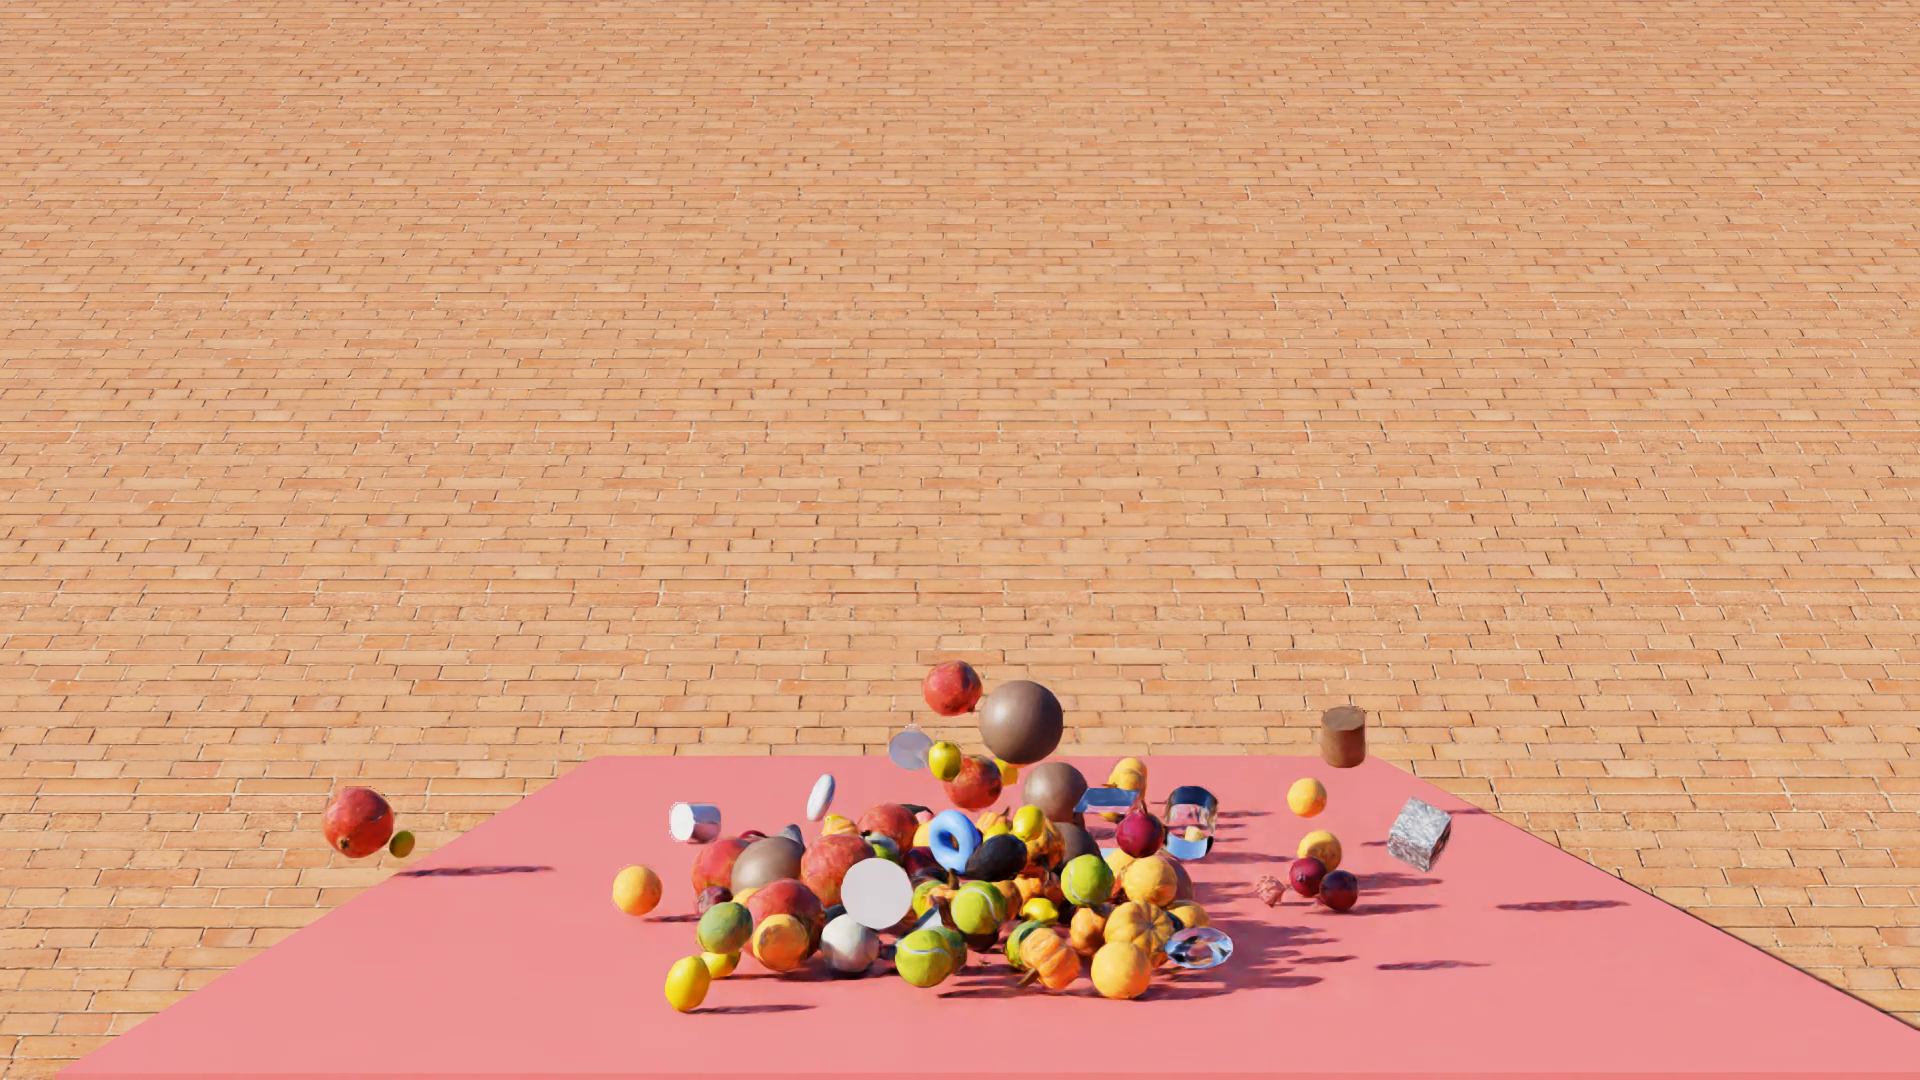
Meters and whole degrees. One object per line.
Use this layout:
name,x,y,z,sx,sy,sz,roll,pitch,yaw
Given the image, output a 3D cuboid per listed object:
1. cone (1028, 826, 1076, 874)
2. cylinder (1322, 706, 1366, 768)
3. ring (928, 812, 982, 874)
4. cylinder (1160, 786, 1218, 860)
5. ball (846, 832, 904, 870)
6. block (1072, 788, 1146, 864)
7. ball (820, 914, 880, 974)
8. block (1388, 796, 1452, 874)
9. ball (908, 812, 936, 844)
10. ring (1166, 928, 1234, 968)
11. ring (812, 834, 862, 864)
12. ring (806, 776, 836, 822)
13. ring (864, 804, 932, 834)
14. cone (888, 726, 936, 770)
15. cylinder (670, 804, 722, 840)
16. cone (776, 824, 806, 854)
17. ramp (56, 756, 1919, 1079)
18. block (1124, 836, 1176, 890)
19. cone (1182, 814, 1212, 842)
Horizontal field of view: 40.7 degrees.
cone,0.136,0.501,4.299,0.081,0.081,0.081,-20,25,-30
cylinder,0.762,0.392,5.140,0.088,0.088,0.088,-4,29,2
ring,-0.007,0.440,3.765,0.032,0.097,0.097,-24,38,-38
cylinder,0.332,0.408,3.740,0.076,0.076,0.076,6,34,9
ball,-0.134,0.506,4.080,0.090,0.090,0.090,0,30,0
block,0.256,0.490,4.439,0.095,0.095,0.095,0,20,20
ball,-0.140,0.512,3.276,0.076,0.076,0.076,0,30,0
block,0.675,0.433,3.804,0.067,0.067,0.067,26,60,23
ball,-0.065,0.522,4.696,0.060,0.060,0.060,0,30,0
ring,0.293,0.500,3.176,0.083,0.028,0.083,-4,15,1
ring,-0.194,0.531,4.455,0.126,0.042,0.126,1,-1,0
ring,-0.263,0.489,4.899,0.031,0.094,0.094,22,28,-11
ring,-0.116,0.530,4.913,0.136,0.045,0.136,0,0,0
cone,-0.078,0.328,4.290,0.078,0.078,0.078,1,25,1
cylinder,-0.481,0.515,4.723,0.066,0.066,0.066,6,18,-46
cone,-0.288,0.539,4.570,0.055,0.055,0.055,-21,40,-32
ramp,0.068,0.602,4.663,2.000,0.100,4.000,0,0,0
block,0.301,0.509,4.087,0.057,0.057,0.057,-39,-4,7
cone,0.422,0.536,4.723,0.054,0.054,0.054,25,52,36
